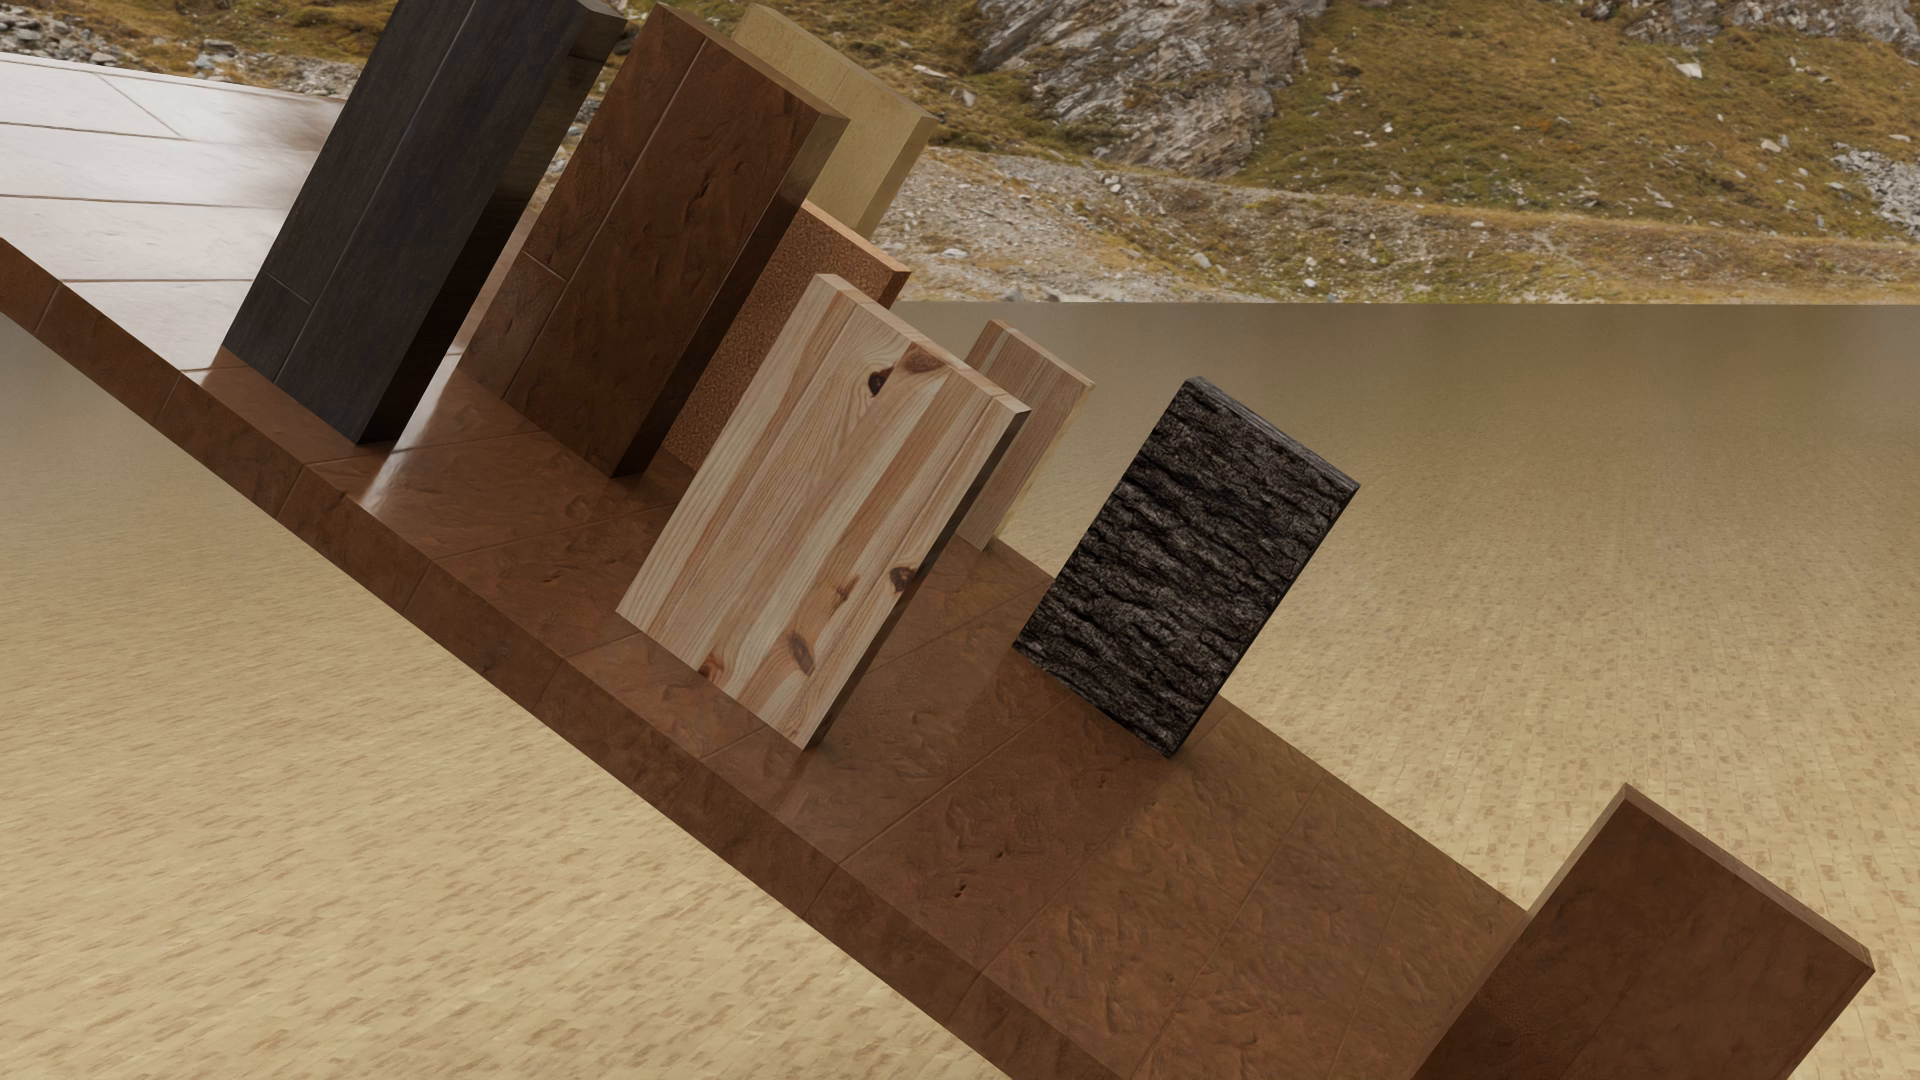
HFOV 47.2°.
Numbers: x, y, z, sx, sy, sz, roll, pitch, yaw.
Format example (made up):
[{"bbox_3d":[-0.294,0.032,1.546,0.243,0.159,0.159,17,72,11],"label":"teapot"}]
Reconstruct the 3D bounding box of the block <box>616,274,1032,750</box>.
[{"bbox_3d":[-0.215,-0.042,3.368,0.372,0.623,0.089,35,15,10],"label":"block"}]

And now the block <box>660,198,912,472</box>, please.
[{"bbox_3d":[-0.370,-0.371,4.245,0.306,0.545,0.100,35,15,10],"label":"block"}]

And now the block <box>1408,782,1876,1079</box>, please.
[{"bbox_3d":[1.071,0.758,3.494,0.443,0.588,0.117,35,15,10],"label":"block"}]

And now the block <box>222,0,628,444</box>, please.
[{"bbox_3d":[-0.840,-0.553,3.427,0.285,0.775,0.125,35,15,10],"label":"block"}]

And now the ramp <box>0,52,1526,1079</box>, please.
[{"bbox_3d":[-0.132,0.222,4.102,4.000,0.100,2.000,35,15,10],"label":"ramp"}]

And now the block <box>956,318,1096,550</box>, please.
[{"bbox_3d":[0.070,-0.234,4.897,0.264,0.441,0.086,35,15,10],"label":"block"}]

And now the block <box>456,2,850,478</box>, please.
[{"bbox_3d":[-0.557,-0.531,3.960,0.364,0.759,0.146,35,15,10],"label":"block"}]

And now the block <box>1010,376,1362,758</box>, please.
[{"bbox_3d":[0.444,0.053,4.355,0.384,0.642,0.150,35,15,10],"label":"block"}]

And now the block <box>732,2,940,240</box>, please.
[{"bbox_3d":[-0.435,-0.678,4.649,0.439,0.768,0.127,35,15,10],"label":"block"}]
